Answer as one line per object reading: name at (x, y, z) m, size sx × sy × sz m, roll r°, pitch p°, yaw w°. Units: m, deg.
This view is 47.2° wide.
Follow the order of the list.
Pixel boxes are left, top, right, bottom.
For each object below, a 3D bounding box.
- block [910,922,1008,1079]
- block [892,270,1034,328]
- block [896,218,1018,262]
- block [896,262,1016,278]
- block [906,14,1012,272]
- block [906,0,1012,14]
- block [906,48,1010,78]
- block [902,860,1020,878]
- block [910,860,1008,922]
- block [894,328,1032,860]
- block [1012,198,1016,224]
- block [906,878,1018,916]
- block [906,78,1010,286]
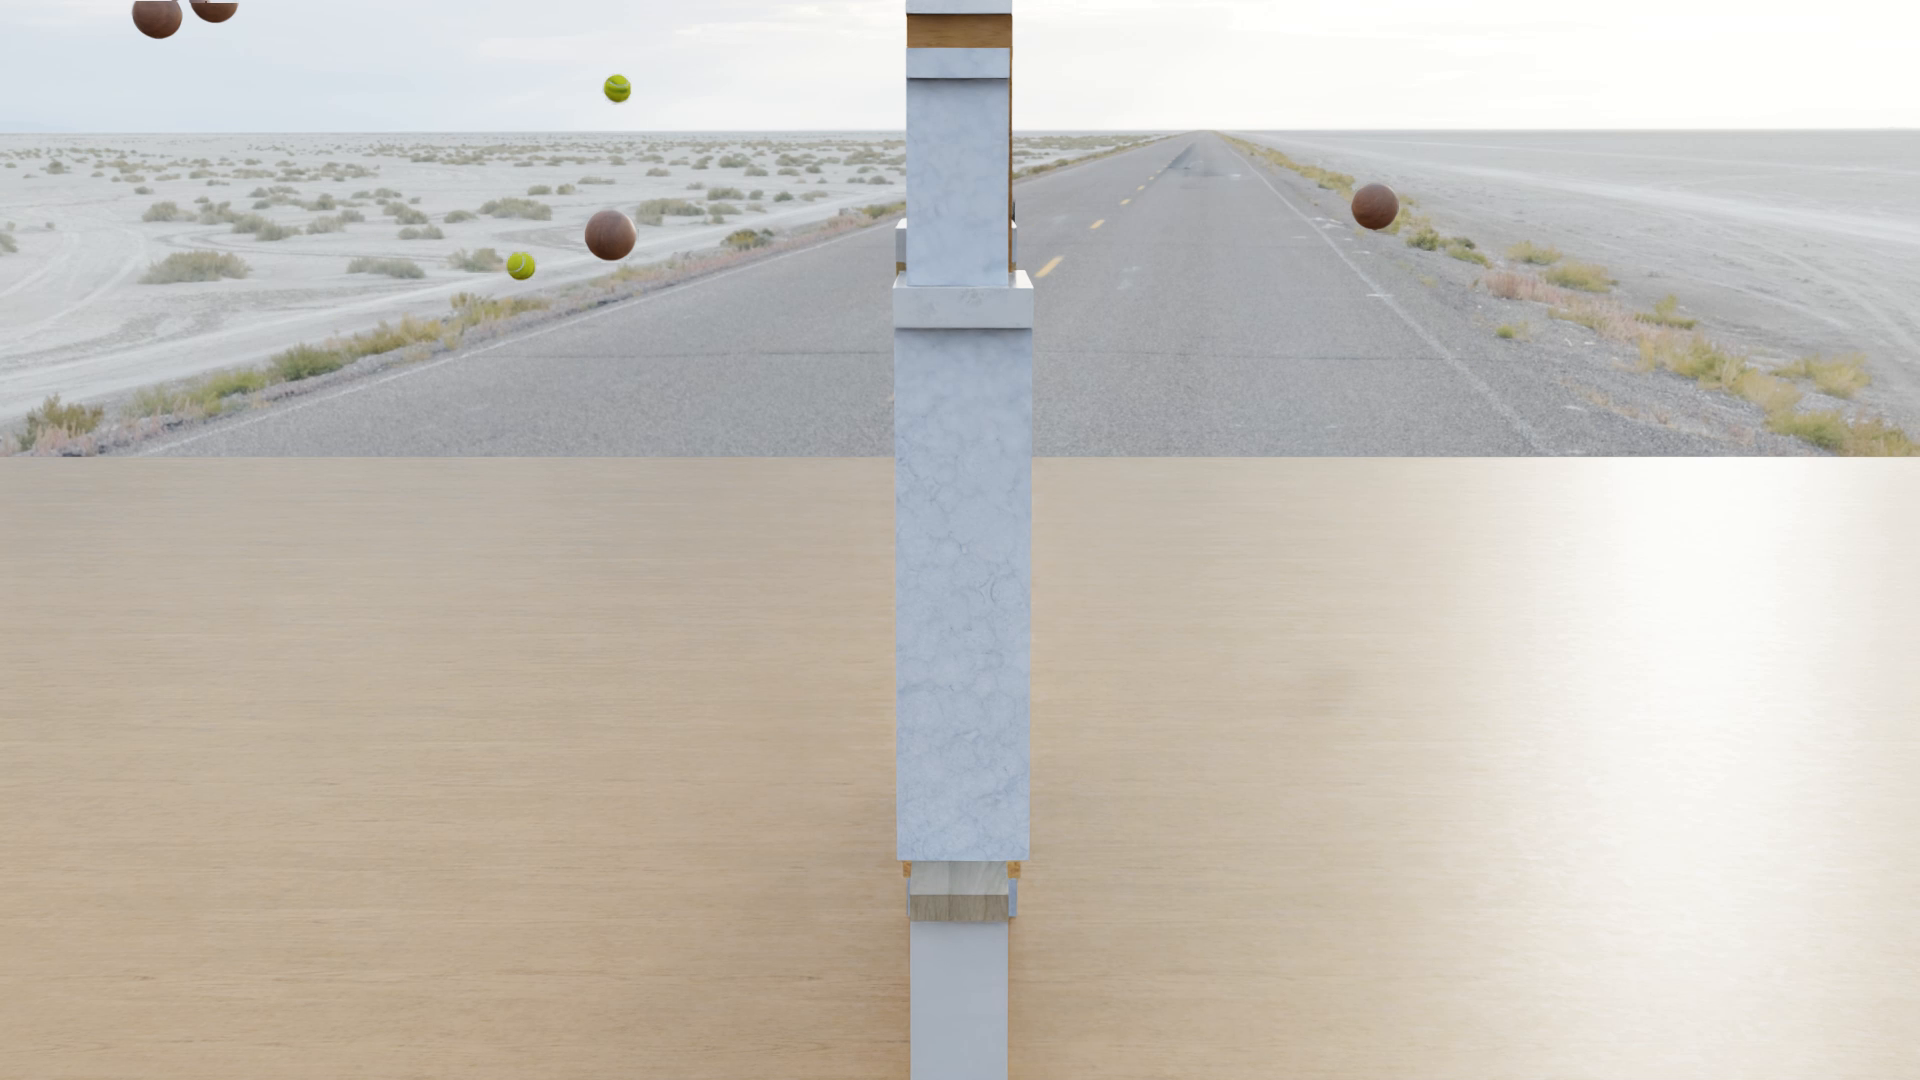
block at (-0.001, 0.606, 2.886) m, size 0.127 × 0.254 × 0.036 m, roll 0°, pitch 11°, yaw 0°
block at (0.004, -0.326, 2.952) m, size 0.177 × 0.050 × 0.355 m, roll 0°, pitch 11°, yaw 0°
block at (-0.005, -0.450, 3.292) m, size 0.172 × 0.049 × 0.345 m, roll 0°, pitch 10°, yaw 0°
block at (-0.005, -0.201, 3.220) m, size 0.172 × 0.416 × 0.049 m, roll 0°, pitch 10°, yaw 0°
block at (-0.001, -0.550, 3.059) m, size 0.146 × 0.351 × 0.041 m, roll 0°, pitch 10°, yaw 0°
block at (-0.003, -0.761, 3.119) m, size 0.146 × 0.041 × 0.292 m, roll 0°, pitch 11°, yaw 0°
block at (-0.003, -0.616, 2.859) m, size 0.130 × 0.037 × 0.259 m, roll 0°, pitch 11°, yaw 0°
block at (0.003, 0.280, 3.149) m, size 0.169 × 0.408 × 0.048 m, roll 0°, pitch 11°, yaw 0°
block at (-0.001, 0.449, 2.942) m, size 0.127 × 0.036 × 0.254 m, roll 0°, pitch 11°, yaw 0°
block at (0.004, 0.073, 2.906) m, size 0.177 × 0.716 × 0.050 m, roll 0°, pitch 11°, yaw 0°
block at (0.002, -0.448, 3.648) m, size 0.170 × 0.048 × 0.340 m, roll 0°, pitch -26°, yaw 0°
block at (0.003, 0.430, 3.554) m, size 0.178 × 0.356 × 0.050 m, roll 0°, pitch 11°, yaw 0°
block at (-0.003, -0.455, 2.802) m, size 0.130 × 0.259 × 0.037 m, roll 0°, pitch 11°, yaw 0°
